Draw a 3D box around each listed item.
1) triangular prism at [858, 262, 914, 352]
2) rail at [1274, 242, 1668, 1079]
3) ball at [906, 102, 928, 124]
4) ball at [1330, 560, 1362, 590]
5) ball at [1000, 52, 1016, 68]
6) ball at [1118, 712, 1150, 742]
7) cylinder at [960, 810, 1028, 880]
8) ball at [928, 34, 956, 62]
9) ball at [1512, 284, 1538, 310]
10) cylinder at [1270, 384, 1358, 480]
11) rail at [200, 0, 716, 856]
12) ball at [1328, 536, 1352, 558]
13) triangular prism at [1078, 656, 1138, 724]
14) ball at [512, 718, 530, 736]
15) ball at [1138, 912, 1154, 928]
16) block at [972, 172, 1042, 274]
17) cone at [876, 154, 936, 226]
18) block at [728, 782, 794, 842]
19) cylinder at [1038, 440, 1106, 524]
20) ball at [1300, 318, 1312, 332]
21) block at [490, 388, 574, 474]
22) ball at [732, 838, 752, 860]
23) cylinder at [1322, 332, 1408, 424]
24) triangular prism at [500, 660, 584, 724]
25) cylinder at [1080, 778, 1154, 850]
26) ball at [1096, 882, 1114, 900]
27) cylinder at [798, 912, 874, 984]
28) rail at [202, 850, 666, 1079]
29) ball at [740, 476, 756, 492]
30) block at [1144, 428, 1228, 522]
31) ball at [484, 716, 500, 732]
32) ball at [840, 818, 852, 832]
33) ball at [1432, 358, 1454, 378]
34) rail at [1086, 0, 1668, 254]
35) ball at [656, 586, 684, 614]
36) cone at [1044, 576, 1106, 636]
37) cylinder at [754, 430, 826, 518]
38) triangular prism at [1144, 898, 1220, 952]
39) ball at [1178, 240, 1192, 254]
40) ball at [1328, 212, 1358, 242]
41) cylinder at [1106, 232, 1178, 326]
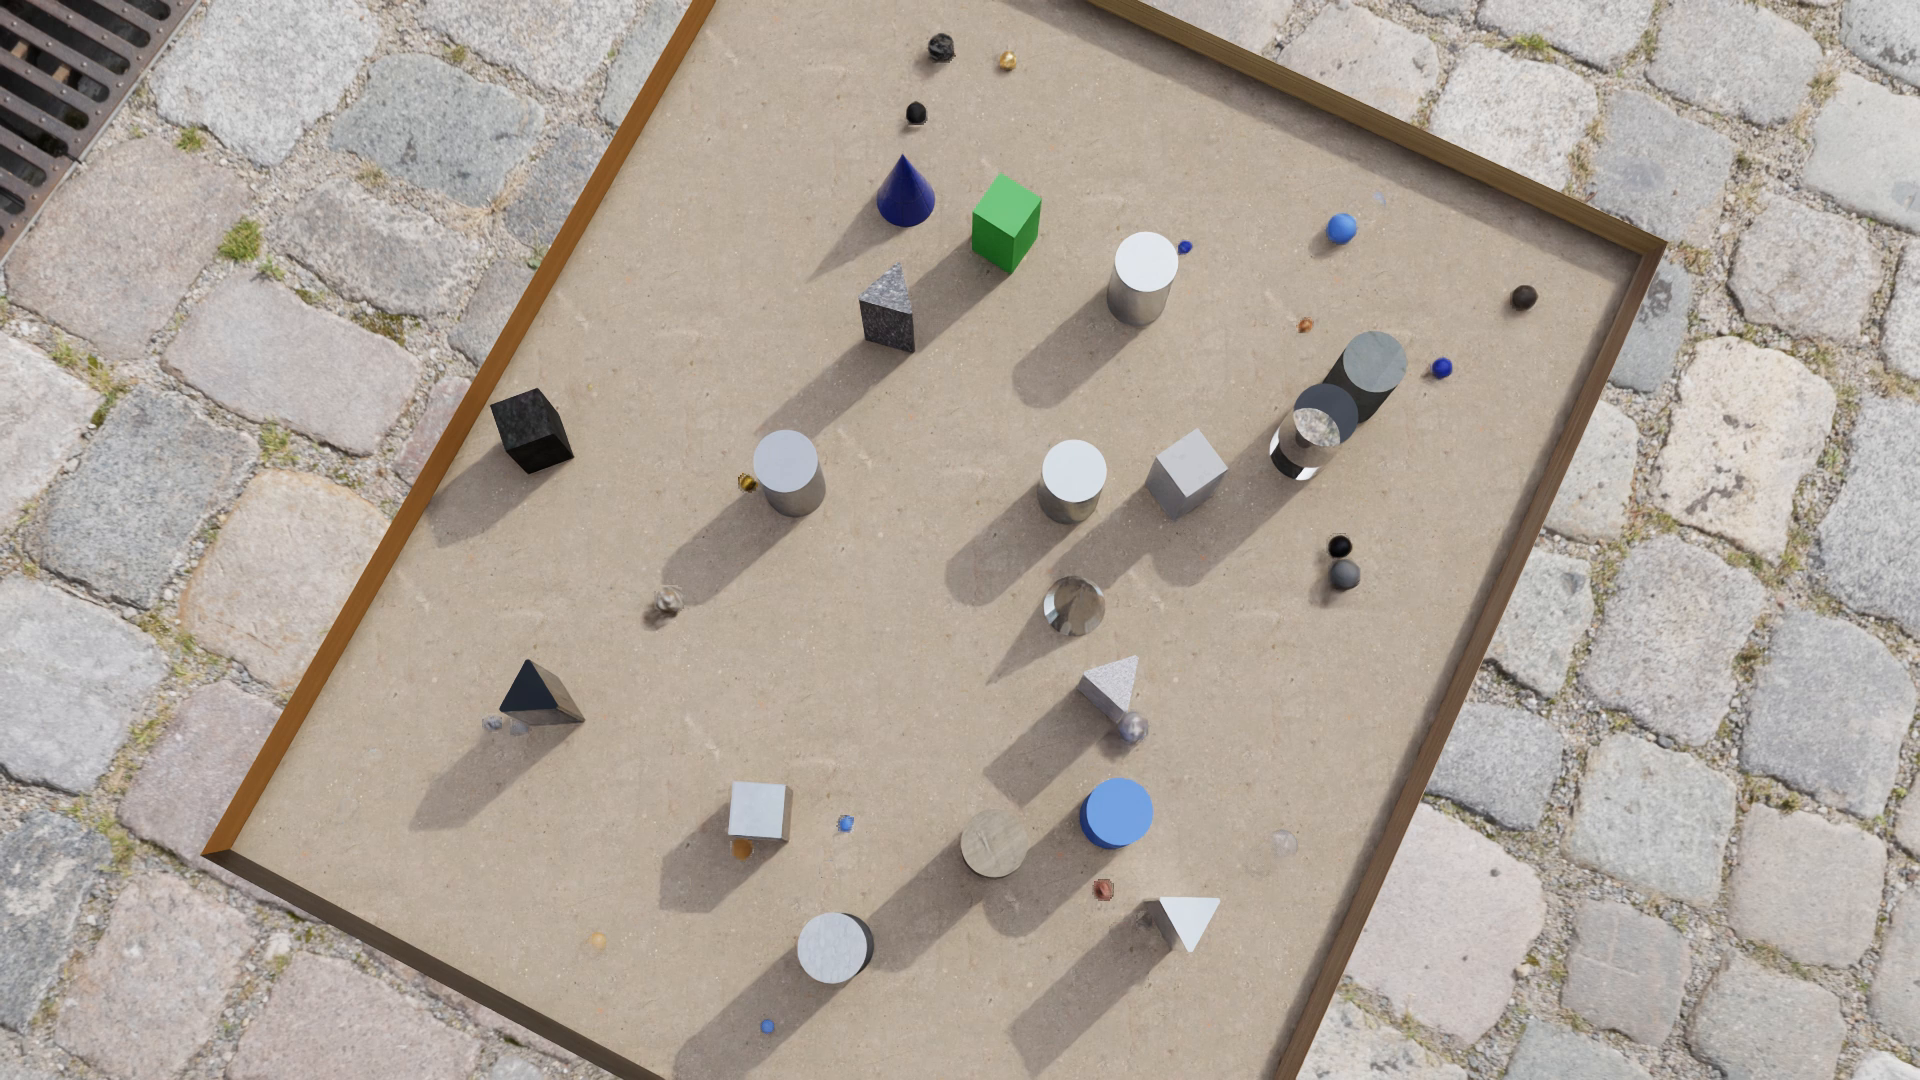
[{"bbox_3d":[-0.200,-0.713,5.569,0.162,0.383,0.141,17,79,3],"label":"triangular prism"},{"bbox_3d":[1.364,0.674,5.414,0.045,0.122,3.647,26,80,5],"label":"rail"},{"bbox_3d":[-0.140,-1.365,5.863,0.069,0.069,0.069,0,78,0],"label":"ball"},{"bbox_3d":[1.166,0.106,5.547,0.094,0.094,0.094,0,78,0],"label":"ball"},{"bbox_3d":[0.156,-1.548,5.909,0.054,0.054,0.054,0,78,0],"label":"ball"},{"bbox_3d":[0.517,0.556,5.453,0.092,0.092,0.092,0,78,0],"label":"ball"},{"bbox_3d":[0.096,0.878,5.267,0.188,0.329,0.188,0,78,0],"label":"cylinder"},{"bbox_3d":[-0.060,-1.585,5.899,0.089,0.089,0.089,0,78,0],"label":"ball"},{"bbox_3d":[1.766,-0.759,5.734,0.078,0.078,0.078,0,78,0],"label":"ball"},{"bbox_3d":[1.053,-0.319,5.474,0.188,0.409,0.188,0,78,0],"label":"cylinder"},{"bbox_3d":[-1.364,-0.661,5.690,0.045,0.122,3.647,26,80,5],"label":"rail"},{"bbox_3d":[1.157,0.021,5.576,0.071,0.071,0.071,0,78,0],"label":"ball"},{"bbox_3d":[0.459,0.413,5.371,0.162,0.314,0.141,42,81,8],"label":"triangular prism"},{"bbox_3d":[-1.313,0.559,5.473,0.053,0.053,0.053,0,78,0],"label":"ball"},{"bbox_3d":[0.544,1.114,5.363,0.046,0.046,0.046,0,78,0],"label":"ball"},{"bbox_3d":[0.142,-0.972,5.654,0.150,0.321,0.150,33,80,6],"label":"block"},{"bbox_3d":[-0.172,-1.122,5.667,0.188,0.356,0.188,0,78,0],"label":"cone"},{"bbox_3d":[-0.576,0.790,5.323,0.150,0.255,0.150,4,78,1],"label":"block"},{"bbox_3d":[0.334,-0.170,5.492,0.188,0.313,0.188,0,78,0],"label":"cylinder"},{"bbox_3d":[1.082,-0.671,5.734,0.041,0.041,0.041,0,78,0],"label":"ball"},{"bbox_3d":[-1.290,-0.326,5.536,0.150,0.290,0.150,-21,79,-4],"label":"block"},{"bbox_3d":[-0.643,0.909,5.393,0.059,0.059,0.059,0,78,0],"label":"ball"},{"bbox_3d":[1.215,-0.487,5.537,0.188,0.353,0.188,0,78,0],"label":"cylinder"},{"bbox_3d":[-1.212,0.442,5.329,0.162,0.383,0.141,-4,78,-1],"label":"triangular prism"},{"bbox_3d":[0.449,0.793,5.293,0.188,0.312,0.188,0,78,0],"label":"cylinder"},{"bbox_3d":[0.423,1.028,5.377,0.053,0.053,0.053,0,78,0],"label":"ball"},{"bbox_3d":[-0.346,1.145,5.161,0.188,0.428,0.188,0,78,0],"label":"cylinder"},{"bbox_3d":[-0.805,1.583,5.226,3.096,0.122,0.045,26,80,5],"label":"rail"},{"bbox_3d":[-0.652,-0.173,5.628,0.047,0.047,0.047,0,78,0],"label":"ball"},{"bbox_3d":[0.673,-0.191,5.483,0.150,0.338,0.150,-34,80,-7],"label":"block"},{"bbox_3d":[-1.398,0.549,5.478,0.048,0.048,0.048,0,78,0],"label":"ball"},{"bbox_3d":[-0.337,0.842,5.421,0.041,0.041,0.041,0,78,0],"label":"ball"},{"bbox_3d":[1.498,-0.534,5.694,0.065,0.065,0.065,0,78,0],"label":"ball"},{"bbox_3d":[0.805,-1.570,5.878,3.096,0.122,0.045,26,80,5],"label":"rail"},{"bbox_3d":[-0.877,0.182,5.536,0.084,0.084,0.084,0,78,0],"label":"ball"},{"bbox_3d":[0.349,0.169,5.424,0.188,0.309,0.188,0,78,0],"label":"cone"},{"bbox_3d":[-0.507,-0.195,5.484,0.188,0.339,0.188,0,78,0],"label":"cylinder"},{"bbox_3d":[0.602,1.051,5.172,0.141,0.445,0.162,31,80,6],"label":"triangular prism"},{"bbox_3d":[0.711,-0.925,5.786,0.042,0.042,0.042,0,78,0],"label":"ball"},{"bbox_3d":[1.204,-0.983,5.772,0.093,0.093,0.093,0,78,0],"label":"ball"},{"bbox_3d":[0.555,-0.795,5.613,0.188,0.329,0.188,0,78,0],"label":"cylinder"}]
